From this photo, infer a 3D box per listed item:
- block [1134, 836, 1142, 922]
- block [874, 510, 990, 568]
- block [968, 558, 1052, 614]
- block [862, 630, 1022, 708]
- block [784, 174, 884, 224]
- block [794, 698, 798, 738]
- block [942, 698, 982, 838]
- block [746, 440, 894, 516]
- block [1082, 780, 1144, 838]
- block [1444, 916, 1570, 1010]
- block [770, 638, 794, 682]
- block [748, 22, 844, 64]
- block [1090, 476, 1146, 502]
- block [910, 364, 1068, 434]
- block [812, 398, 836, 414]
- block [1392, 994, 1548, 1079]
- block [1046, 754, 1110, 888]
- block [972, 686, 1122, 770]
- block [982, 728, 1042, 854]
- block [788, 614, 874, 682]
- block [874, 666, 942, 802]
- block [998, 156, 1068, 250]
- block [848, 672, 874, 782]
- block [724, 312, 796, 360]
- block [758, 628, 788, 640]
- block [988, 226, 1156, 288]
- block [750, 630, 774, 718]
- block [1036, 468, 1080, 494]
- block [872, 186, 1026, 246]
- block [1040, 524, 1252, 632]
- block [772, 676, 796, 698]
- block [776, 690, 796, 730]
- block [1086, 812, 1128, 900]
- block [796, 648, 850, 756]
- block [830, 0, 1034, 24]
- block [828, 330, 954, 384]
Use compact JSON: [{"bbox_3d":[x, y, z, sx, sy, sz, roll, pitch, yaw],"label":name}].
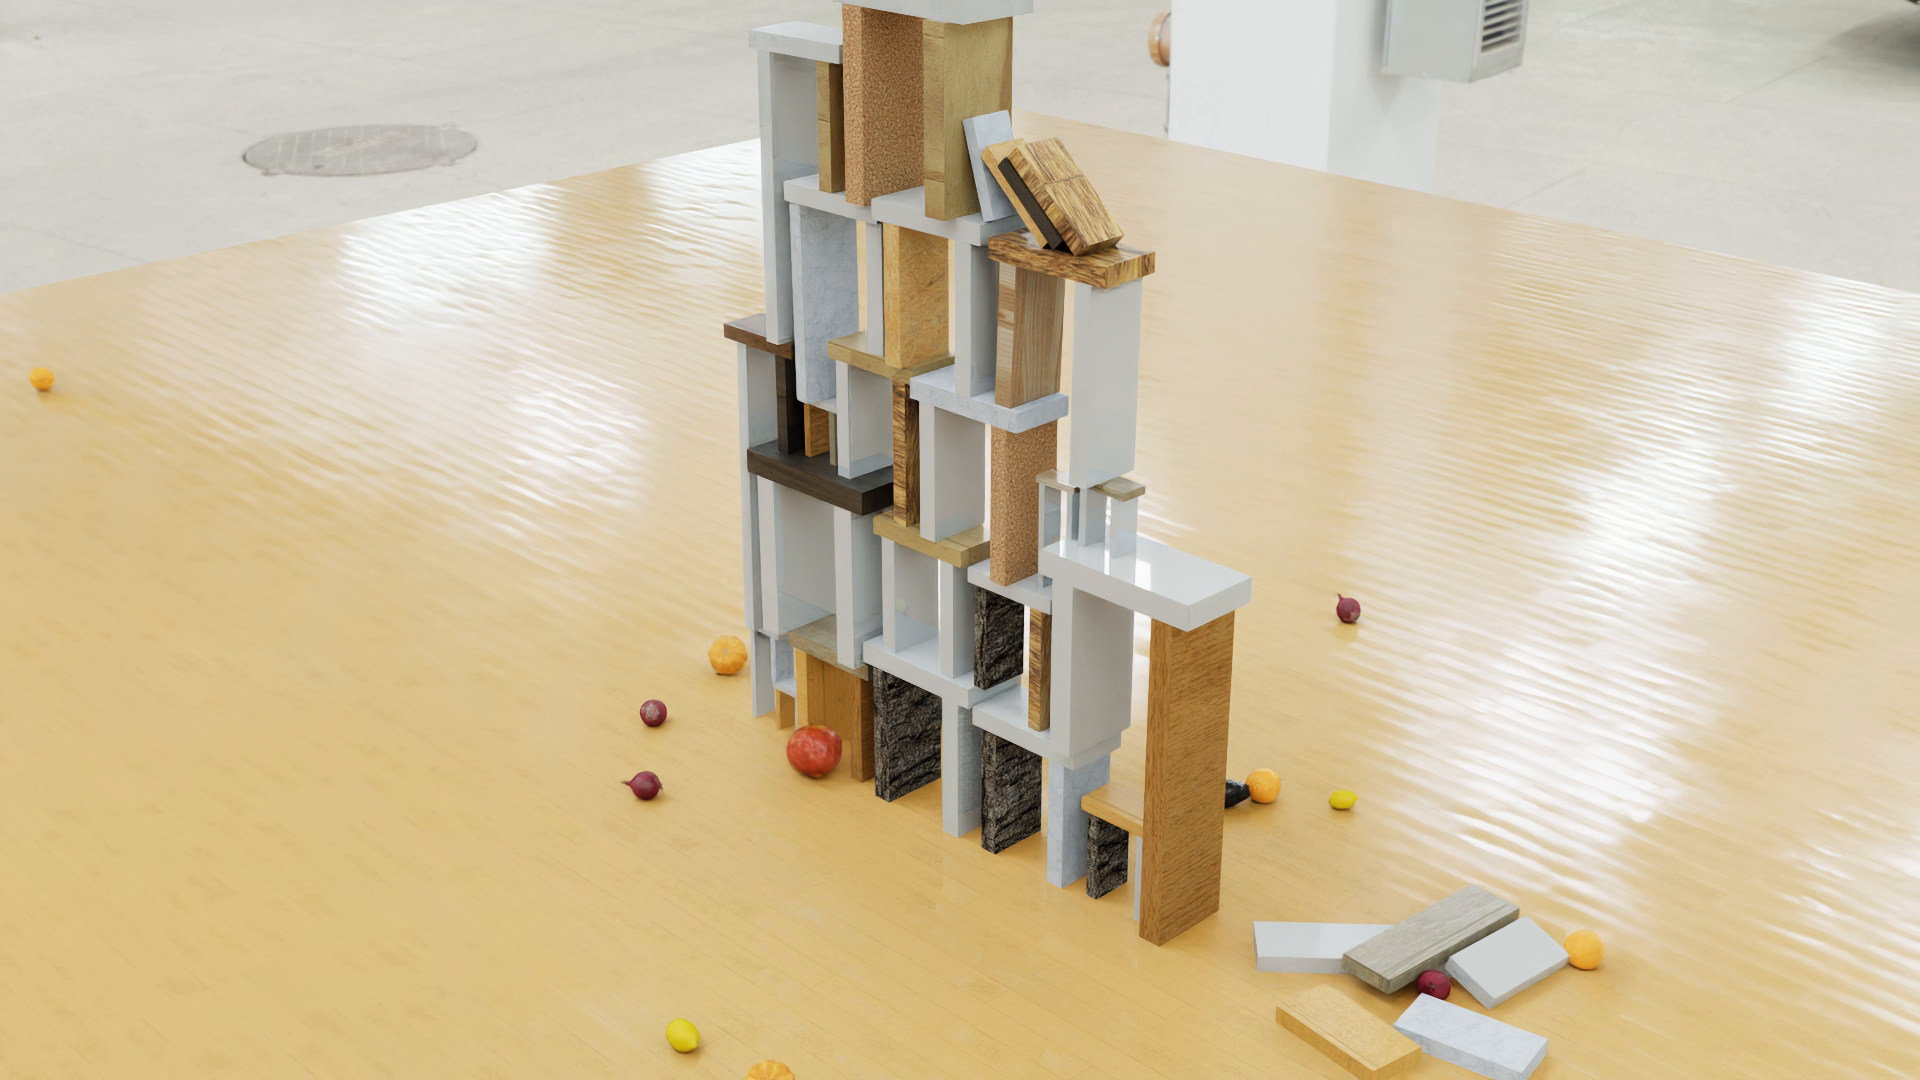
[{"bbox_3d":[0.364,0.615,4.082,0.025,0.179,0.090,21,31,41],"label":"block"},{"bbox_3d":[-0.041,-0.013,4.259,0.121,0.034,0.242,-21,31,-41],"label":"block"},{"bbox_3d":[0.127,0.080,4.122,0.106,0.030,0.212,-21,31,-40],"label":"block"},{"bbox_3d":[-0.037,0.245,4.369,0.297,0.042,0.149,21,31,41],"label":"block"},{"bbox_3d":[-0.200,-0.651,4.171,0.258,0.037,0.129,21,31,40],"label":"block"},{"bbox_3d":[-0.333,0.379,4.746,0.014,0.095,0.048,21,31,41],"label":"block"},{"bbox_3d":[0.033,0.429,4.370,0.042,0.297,0.148,21,31,41],"label":"block"},{"bbox_3d":[-0.252,-0.140,4.434,0.344,0.049,0.172,21,31,40],"label":"block"},{"bbox_3d":[0.322,0.504,4.081,0.179,0.025,0.090,21,31,41],"label":"block"},{"bbox_3d":[0.975,0.750,3.913,0.214,0.030,0.107,-18,47,-35],"label":"block"},{"bbox_3d":[-0.384,0.252,4.755,0.052,0.104,0.015,-20,30,-40],"label":"block"},{"bbox_3d":[-0.268,-0.932,4.115,0.245,0.035,0.122,20,30,39],"label":"block"},{"bbox_3d":[0.269,-0.097,3.903,0.056,0.016,0.112,-20,30,-39],"label":"block"},{"bbox_3d":[0.052,-0.264,4.055,0.274,0.039,0.137,21,31,40],"label":"block"},{"bbox_3d":[-0.262,-0.279,4.391,0.056,0.016,0.113,-20,30,-40],"label":"block"},{"bbox_3d":[0.863,0.846,3.725,0.230,0.033,0.115,16,28,32],"label":"block"},{"bbox_3d":[0.227,0.520,4.197,0.132,0.265,0.037,-21,31,-41],"label":"block"},{"bbox_3d":[0.164,0.356,4.195,0.132,0.037,0.265,-21,31,-41],"label":"block"},{"bbox_3d":[0.102,0.471,4.312,0.037,0.265,0.132,21,31,41],"label":"block"},{"bbox_3d":[-0.230,0.221,4.572,0.244,0.035,0.122,21,31,40],"label":"block"},{"bbox_3d":[-0.107,0.374,4.499,0.042,0.297,0.149,21,31,41],"label":"block"},{"bbox_3d":[0.149,-0.589,3.796,0.090,0.026,0.181,-22,75,-41],"label":"block"},{"bbox_3d":[-0.172,0.371,4.574,0.035,0.244,0.122,21,31,41],"label":"block"},{"bbox_3d":[-0.372,-0.413,4.451,0.206,0.029,0.103,21,31,40],"label":"block"},{"bbox_3d":[-0.407,0.187,4.754,0.104,0.015,0.052,21,30,40],"label":"block"},{"bbox_3d":[0.192,-0.494,3.815,0.266,0.038,0.133,21,30,39],"label":"block"},{"bbox_3d":[-0.433,0.283,4.821,0.052,0.213,0.015,-21,31,-41],"label":"block"},{"bbox_3d":[0.187,-0.106,3.977,0.092,0.013,0.046,20,30,39],"label":"block"},{"bbox_3d":[-0.016,-0.589,3.987,0.273,0.039,0.136,20,30,39],"label":"block"},{"bbox_3d":[0.326,0.062,3.895,0.172,0.049,0.345,-21,31,-40],"label":"block"},{"bbox_3d":[-0.355,0.319,4.746,0.048,0.014,0.095,-20,30,-41],"label":"block"},{"bbox_3d":[-0.378,0.361,4.788,0.048,0.095,0.014,-20,30,-40],"label":"block"},{"bbox_3d":[0.280,0.582,4.160,0.025,0.179,0.090,21,31,41],"label":"block"},{"bbox_3d":[-0.290,0.327,4.677,0.035,0.244,0.122,21,31,40],"label":"block"},{"bbox_3d":[-0.054,-0.966,3.880,0.172,0.049,0.345,-21,31,-40],"label":"block"},{"bbox_3d":[-0.129,-0.353,4.222,0.119,0.034,0.238,-21,31,-40],"label":"block"}]
